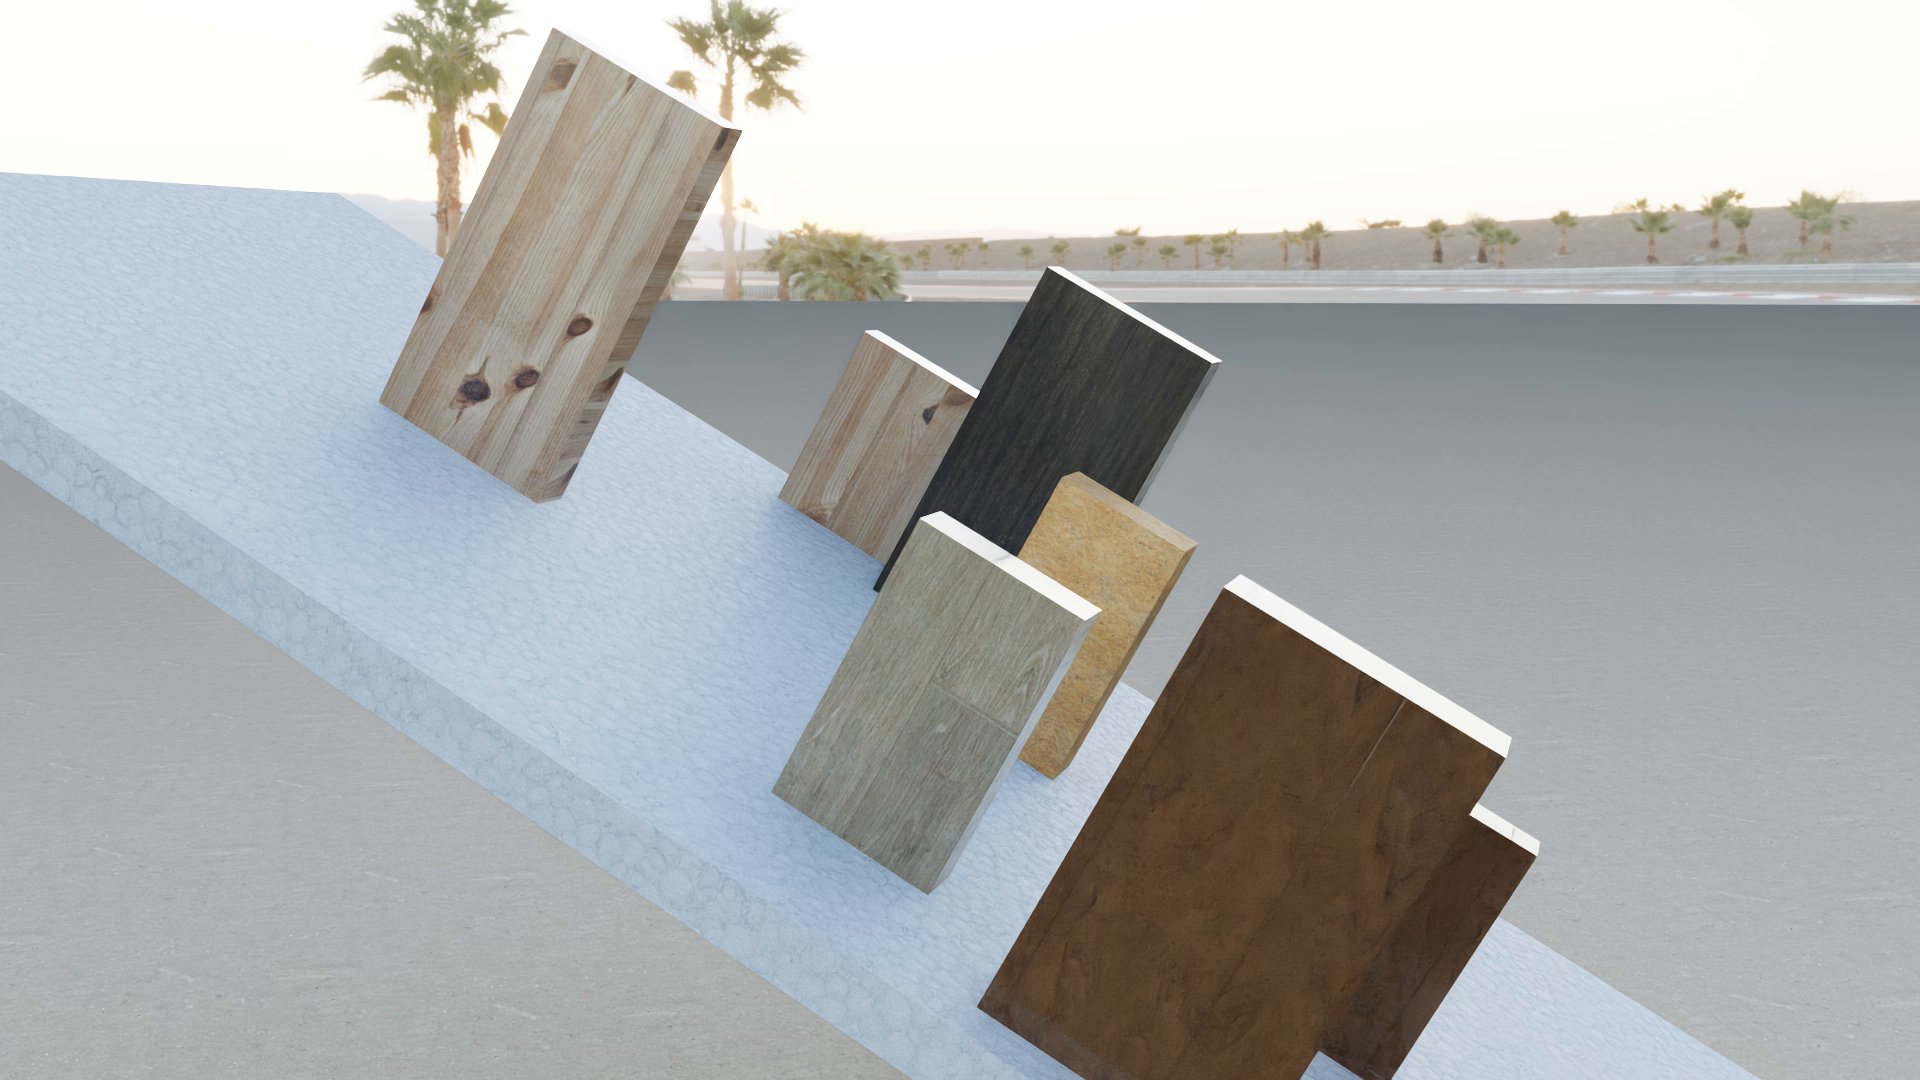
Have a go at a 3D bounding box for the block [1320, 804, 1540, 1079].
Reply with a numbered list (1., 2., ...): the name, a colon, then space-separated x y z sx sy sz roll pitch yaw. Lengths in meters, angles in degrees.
1. block: 0.699 0.625 3.630 0.293 0.477 0.094 32 15 11

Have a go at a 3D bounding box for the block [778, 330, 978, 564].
1. block: -0.141 -0.186 4.927 0.380 0.432 0.087 32 15 11

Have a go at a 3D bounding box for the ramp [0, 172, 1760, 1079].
1. ramp: -0.197 0.325 4.135 4.000 0.100 2.000 32 15 11

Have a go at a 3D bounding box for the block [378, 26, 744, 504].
1. block: -0.758 -0.510 4.136 0.383 0.795 0.097 32 15 11

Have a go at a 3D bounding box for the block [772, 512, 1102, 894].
1. block: -0.040 0.254 3.442 0.299 0.510 0.107 32 15 11

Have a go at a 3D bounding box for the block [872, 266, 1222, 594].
1. block: 0.177 -0.132 4.624 0.396 0.785 0.107 32 15 11

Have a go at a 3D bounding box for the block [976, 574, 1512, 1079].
1. block: 0.391 0.472 3.091 0.434 0.716 0.132 32 15 11

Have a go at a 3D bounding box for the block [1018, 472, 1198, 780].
1. block: 0.203 0.162 4.211 0.270 0.513 0.131 32 15 11
